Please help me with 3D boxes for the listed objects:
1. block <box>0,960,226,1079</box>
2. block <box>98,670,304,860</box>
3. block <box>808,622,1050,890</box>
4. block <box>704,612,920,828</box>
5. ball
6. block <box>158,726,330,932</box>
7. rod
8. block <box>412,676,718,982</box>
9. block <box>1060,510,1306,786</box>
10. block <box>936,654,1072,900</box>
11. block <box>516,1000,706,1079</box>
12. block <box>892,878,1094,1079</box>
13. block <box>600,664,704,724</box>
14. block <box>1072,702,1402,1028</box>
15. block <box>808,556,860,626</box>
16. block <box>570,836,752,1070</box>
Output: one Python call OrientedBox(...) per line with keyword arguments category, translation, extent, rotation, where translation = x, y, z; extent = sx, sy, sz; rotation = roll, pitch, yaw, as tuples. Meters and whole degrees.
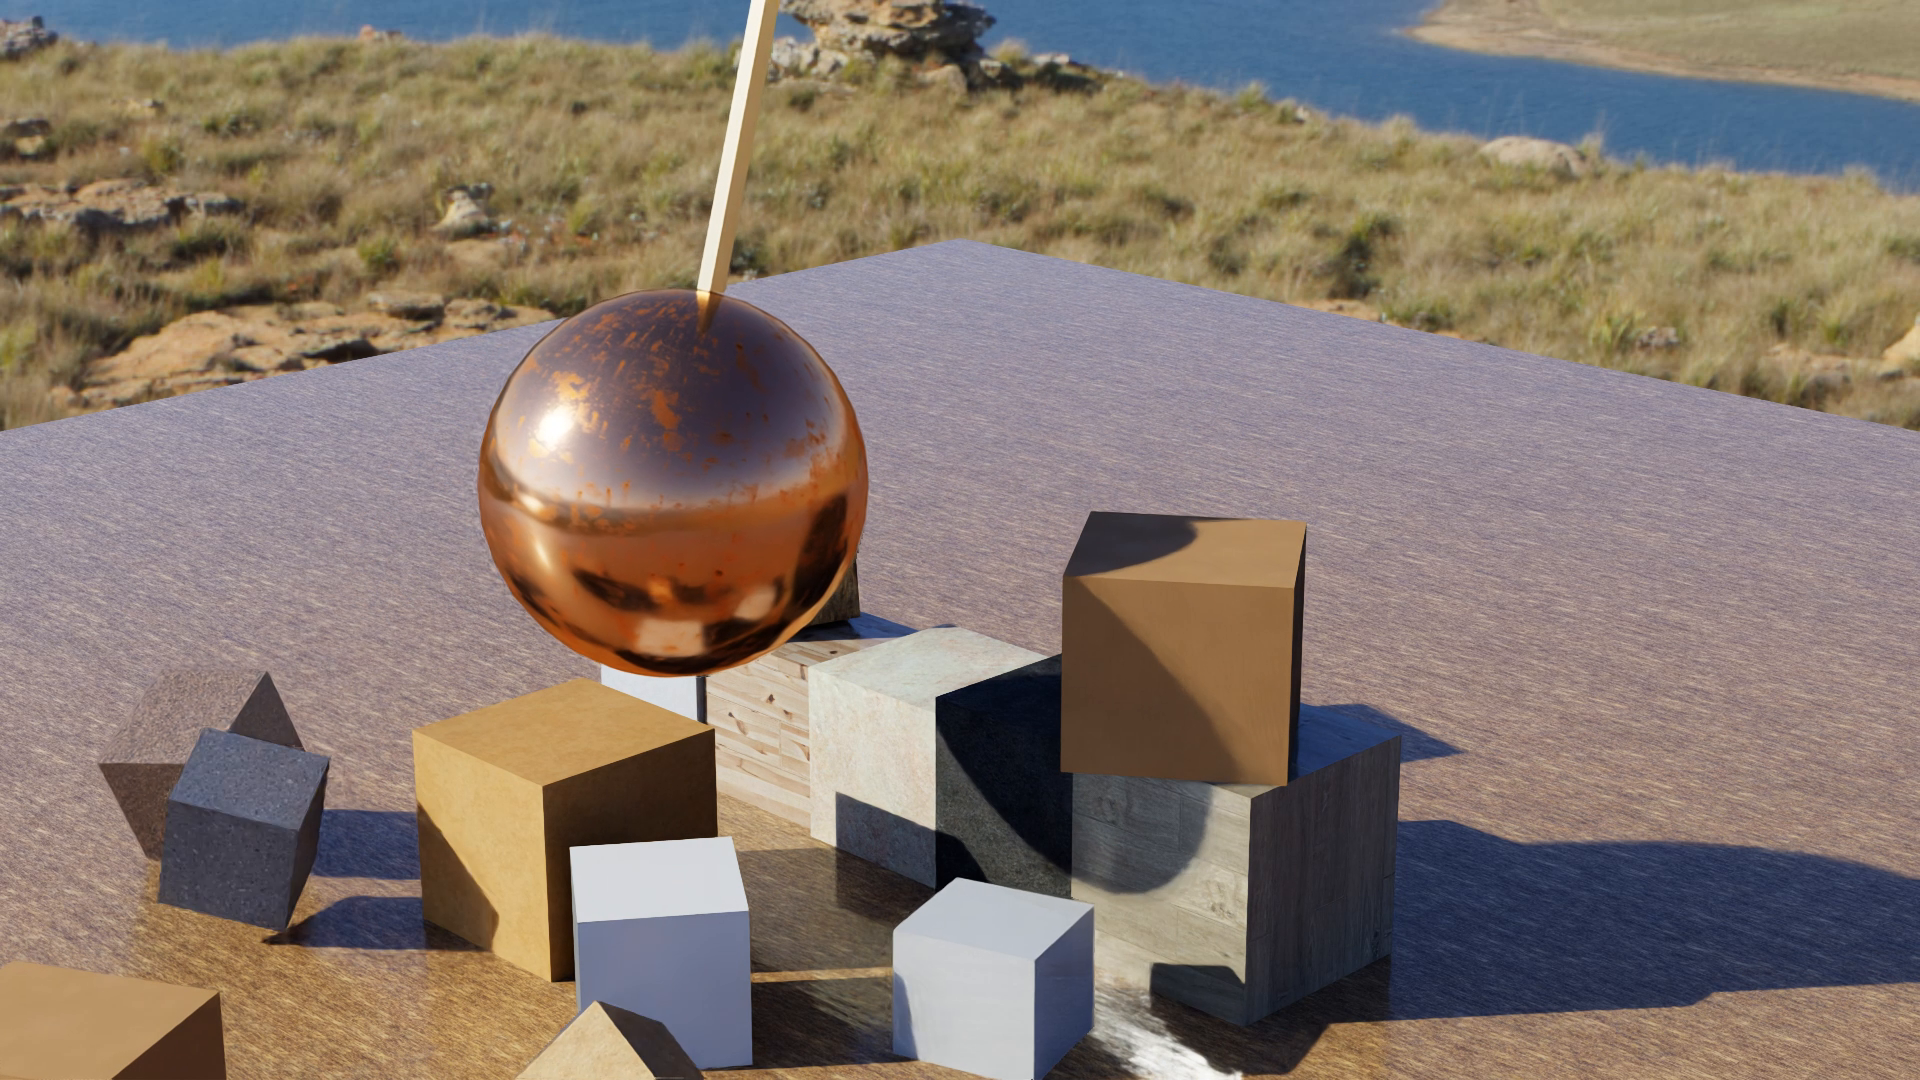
OrientedBox(category="block", translation=(-3.221, 2.067, 10.531), extent=(0.867, 0.741, 0.785), rotation=(5, 18, 16))
OrientedBox(category="block", translation=(-3.486, 1.044, 13.583), extent=(0.572, 0.609, 0.644), rotation=(-1, 38, 19))
OrientedBox(category="block", translation=(-0.077, 0.996, 13.755), extent=(0.899, 0.852, 0.879), rotation=(-16, 24, -42))
OrientedBox(category="block", translation=(-0.701, 0.835, 14.329), extent=(0.740, 0.815, 0.816), rotation=(-17, 24, -42))
OrientedBox(category="ball", translation=(-1.173, -0.234, 12.038), extent=(1.600, 1.600, 1.600), rotation=(0, 17, 0))
OrientedBox(category="block", translation=(-3.101, 1.254, 12.704), extent=(0.558, 0.600, 0.498), rotation=(14, 35, -3))
OrientedBox(category="rod", translation=(-0.508, -3.550, 11.693), extent=(0.080, 5.200, 0.080), rotation=(17, 8, 42))
OrientedBox(category="block", translation=(-1.724, 1.248, 12.886), extent=(0.918, 0.893, 0.940), rotation=(17, 24, 42))
OrientedBox(category="block", translation=(0.939, 0.434, 12.186), extent=(0.920, 0.841, 0.906), rotation=(3, 18, 9))
OrientedBox(category="block", translation=(0.533, 1.137, 13.143), extent=(0.961, 0.951, 0.855), rotation=(-17, 24, -42))
OrientedBox(category="block", translation=(-1.215, 2.032, 10.419), extent=(0.499, 0.510, 0.520), rotation=(47, 3, 27))
OrientedBox(category="block", translation=(0.138, 1.769, 11.800), extent=(0.620, 0.548, 0.570), rotation=(8, 19, 25))
OrientedBox(category="block", translation=(-1.269, 0.692, 14.863), extent=(0.799, 0.767, 0.747), rotation=(-17, 24, -42))
OrientedBox(category="block", translation=(1.170, 1.306, 12.503), extent=(0.962, 1.012, 0.999), rotation=(17, 24, 42))
OrientedBox(category="block", translation=(-1.013, -0.040, 14.404), extent=(0.757, 0.814, 0.796), rotation=(-9, 15, -21))
OrientedBox(category="block", translation=(-1.217, 1.679, 11.883), extent=(0.668, 0.672, 0.742), rotation=(-3, 18, -9))
